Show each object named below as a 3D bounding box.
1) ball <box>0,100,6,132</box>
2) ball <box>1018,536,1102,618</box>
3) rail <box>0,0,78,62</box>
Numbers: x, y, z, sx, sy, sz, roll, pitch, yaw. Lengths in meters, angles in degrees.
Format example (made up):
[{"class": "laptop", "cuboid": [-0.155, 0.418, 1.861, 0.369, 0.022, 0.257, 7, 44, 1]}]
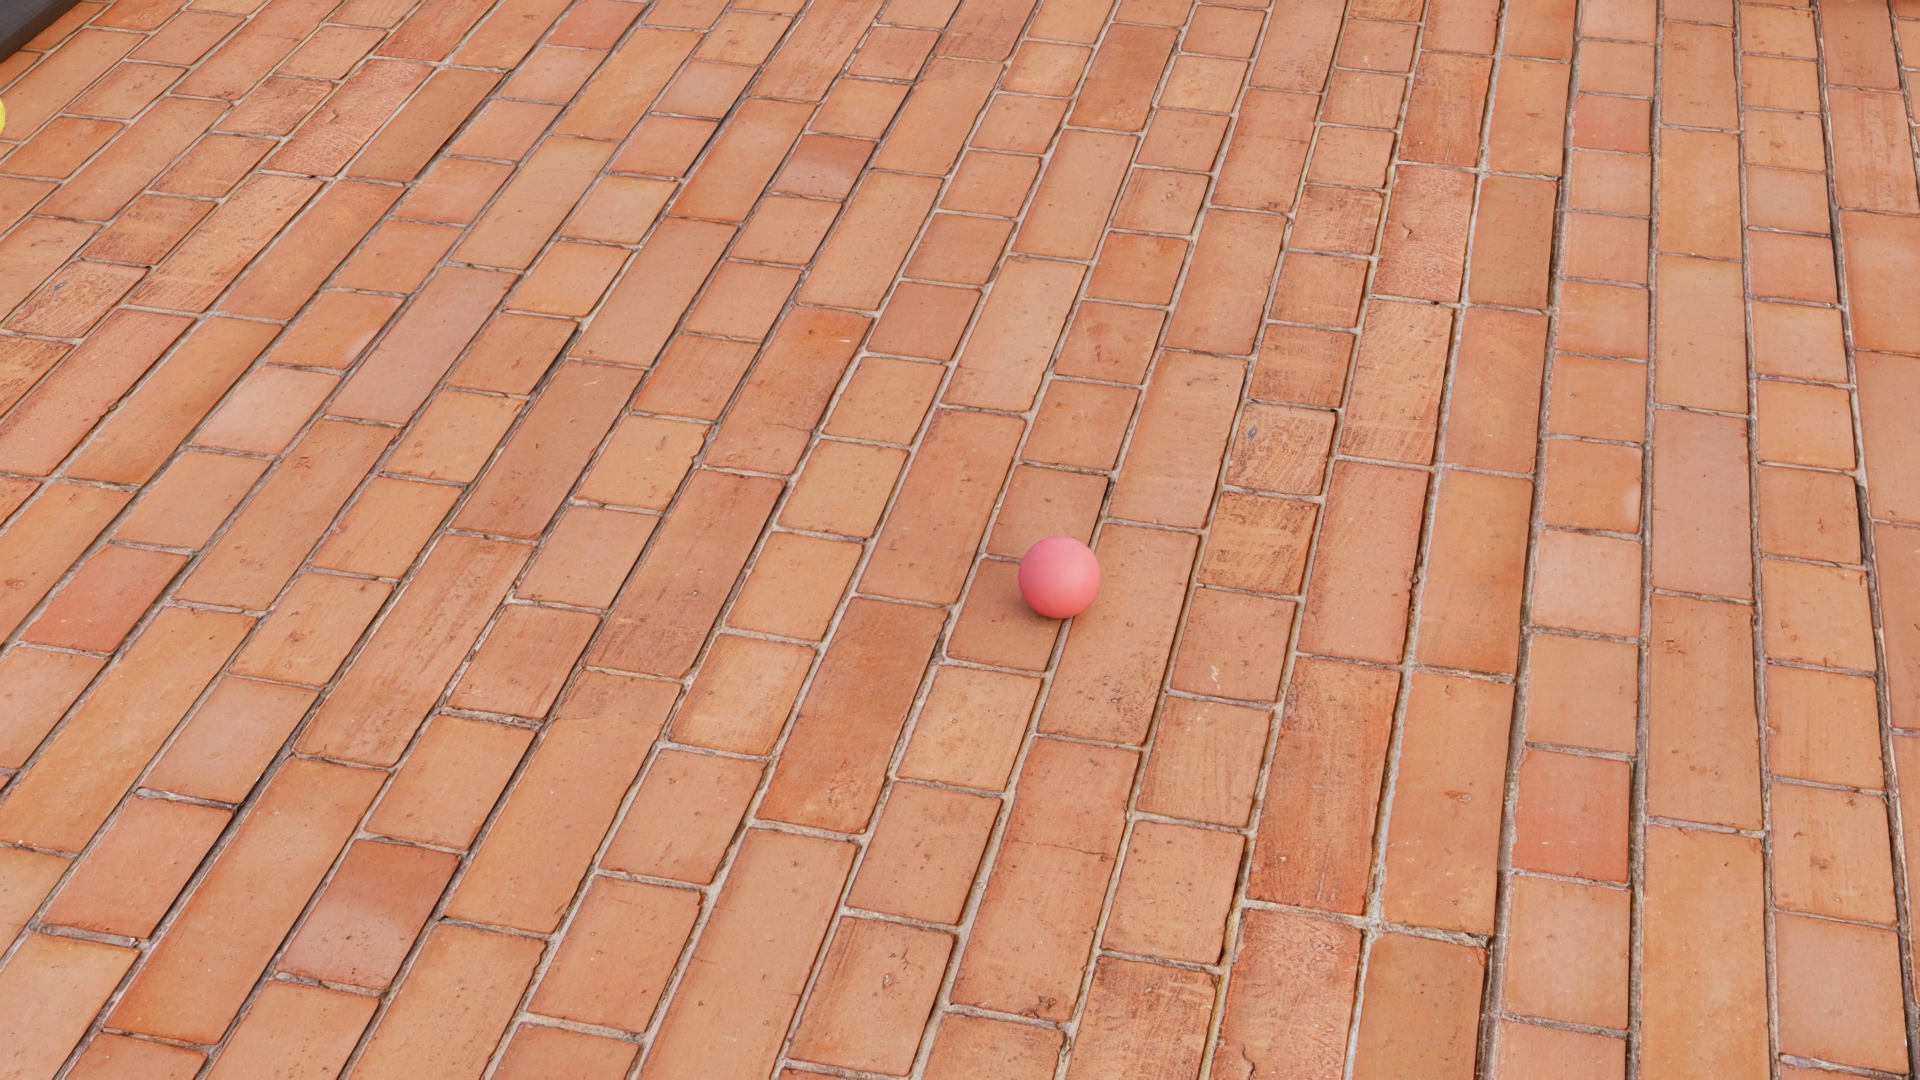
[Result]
[{"class": "ball", "cuboid": [-0.903, -0.388, 2.337, 0.062, 0.062, 0.062, 0, 35, 0]}, {"class": "ball", "cuboid": [0.068, 0.025, 1.752, 0.057, 0.057, 0.057, 0, 35, 0]}, {"class": "rail", "cuboid": [-1.053, -0.157, 1.981, 0.045, 0.092, 2.453, 8, 36, 11]}]
